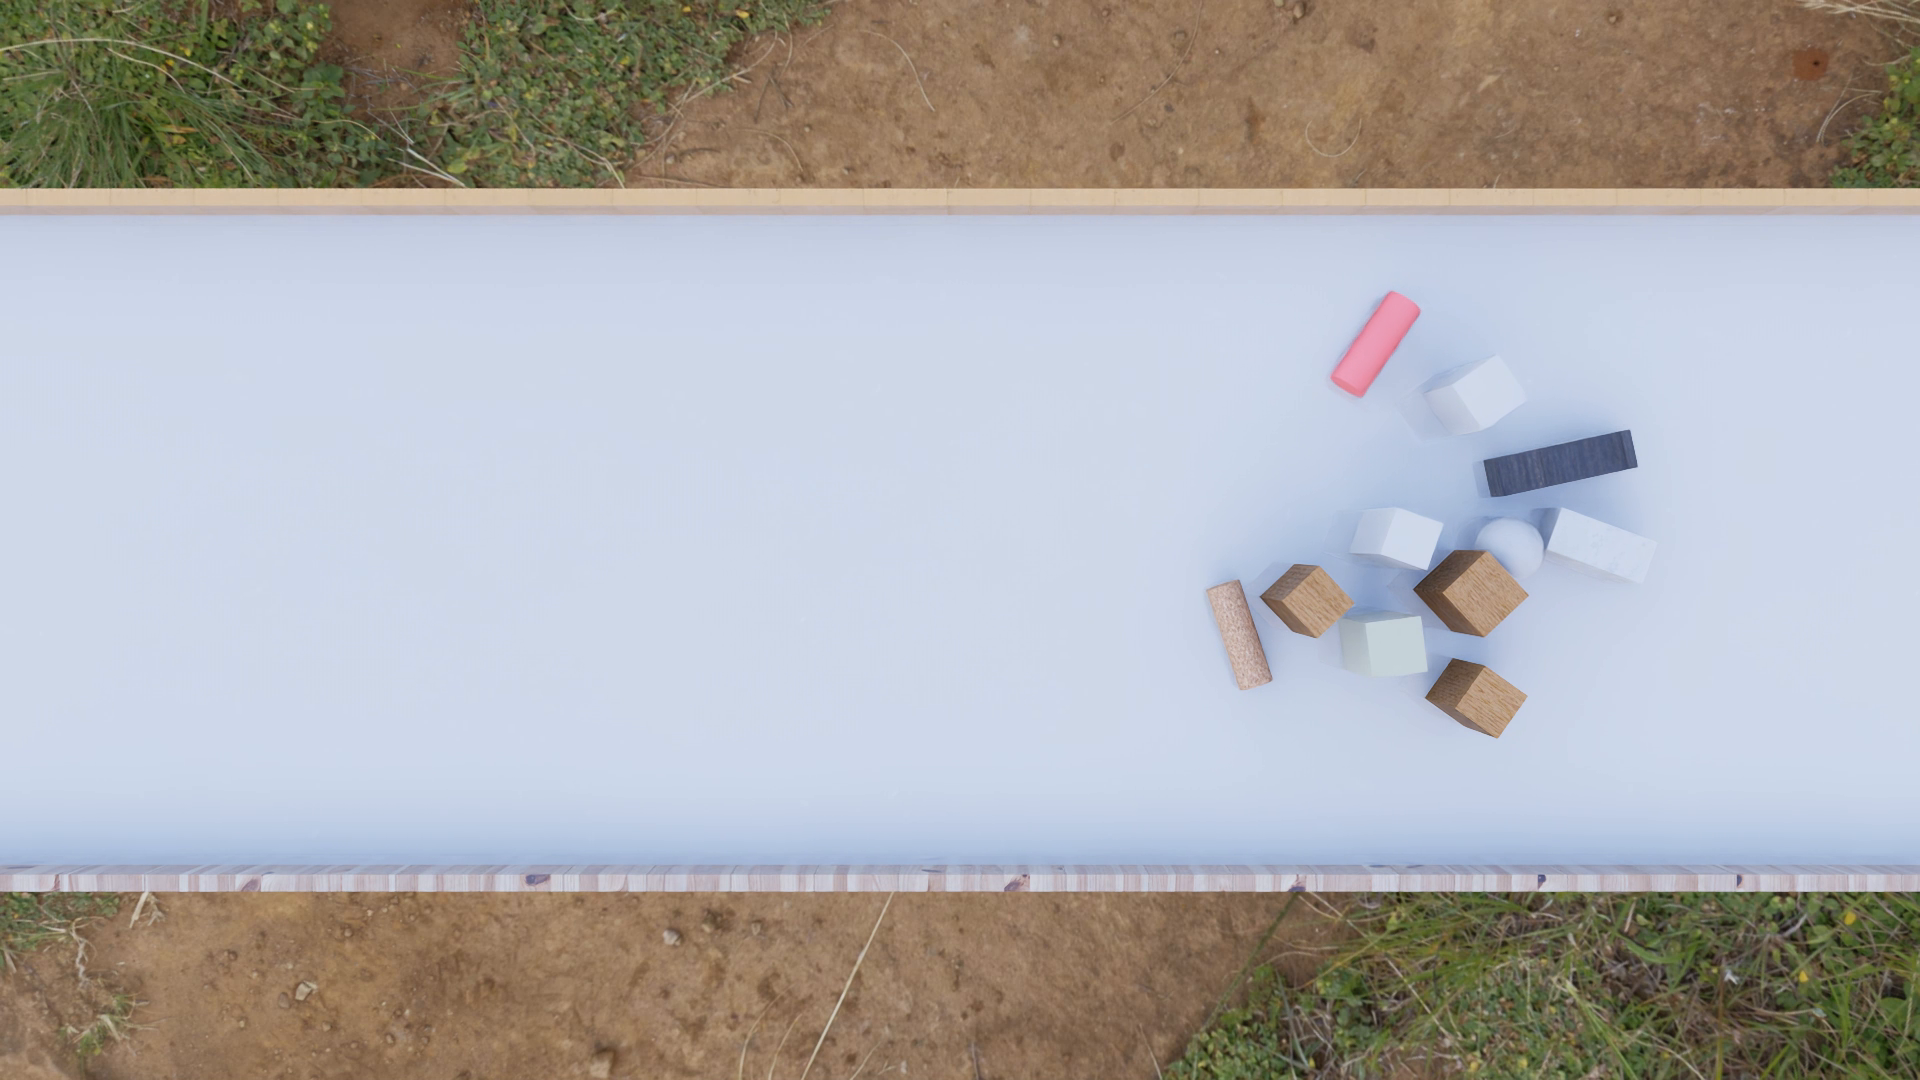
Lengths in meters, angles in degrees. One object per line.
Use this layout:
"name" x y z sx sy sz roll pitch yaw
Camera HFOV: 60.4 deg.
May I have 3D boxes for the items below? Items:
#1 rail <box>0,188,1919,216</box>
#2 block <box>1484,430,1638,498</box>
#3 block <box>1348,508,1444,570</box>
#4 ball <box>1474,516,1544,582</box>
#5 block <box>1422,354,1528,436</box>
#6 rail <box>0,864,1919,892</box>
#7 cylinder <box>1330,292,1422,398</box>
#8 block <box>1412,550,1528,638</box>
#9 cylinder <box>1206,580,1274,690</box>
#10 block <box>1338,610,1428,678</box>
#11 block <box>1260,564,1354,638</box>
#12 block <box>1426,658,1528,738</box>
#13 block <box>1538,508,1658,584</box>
"rail" -2.247 -1.025 5.002 12.000 0.150 0.050 0 90 0
"block" 1.825 -0.232 5.018 0.415 0.117 0.117 -12 90 0
"block" 1.286 -0.003 4.885 0.141 0.383 0.141 19 90 0
"ball" 1.656 0.028 4.976 0.200 0.200 0.200 0 90 0
"block" 1.530 -0.427 4.916 0.158 0.320 0.158 -34 90 0
"rail" -2.247 1.025 5.001 12.000 0.150 0.050 0 90 0
"cylinder" 1.265 -0.594 5.018 0.115 0.115 0.313 35 90 0
"block" 1.518 0.156 4.918 0.178 0.317 0.178 -43 90 0
"cylinder" 0.852 0.289 5.024 0.105 0.105 0.321 -19 90 0
"block" 1.252 0.308 4.903 0.161 0.346 0.161 -7 90 0
"block" 1.026 0.178 4.899 0.148 0.354 0.148 -43 90 0
"block" 1.535 0.469 4.919 0.151 0.315 0.151 35 90 0
"block" 1.925 0.017 5.009 0.306 0.134 0.134 20 90 0
